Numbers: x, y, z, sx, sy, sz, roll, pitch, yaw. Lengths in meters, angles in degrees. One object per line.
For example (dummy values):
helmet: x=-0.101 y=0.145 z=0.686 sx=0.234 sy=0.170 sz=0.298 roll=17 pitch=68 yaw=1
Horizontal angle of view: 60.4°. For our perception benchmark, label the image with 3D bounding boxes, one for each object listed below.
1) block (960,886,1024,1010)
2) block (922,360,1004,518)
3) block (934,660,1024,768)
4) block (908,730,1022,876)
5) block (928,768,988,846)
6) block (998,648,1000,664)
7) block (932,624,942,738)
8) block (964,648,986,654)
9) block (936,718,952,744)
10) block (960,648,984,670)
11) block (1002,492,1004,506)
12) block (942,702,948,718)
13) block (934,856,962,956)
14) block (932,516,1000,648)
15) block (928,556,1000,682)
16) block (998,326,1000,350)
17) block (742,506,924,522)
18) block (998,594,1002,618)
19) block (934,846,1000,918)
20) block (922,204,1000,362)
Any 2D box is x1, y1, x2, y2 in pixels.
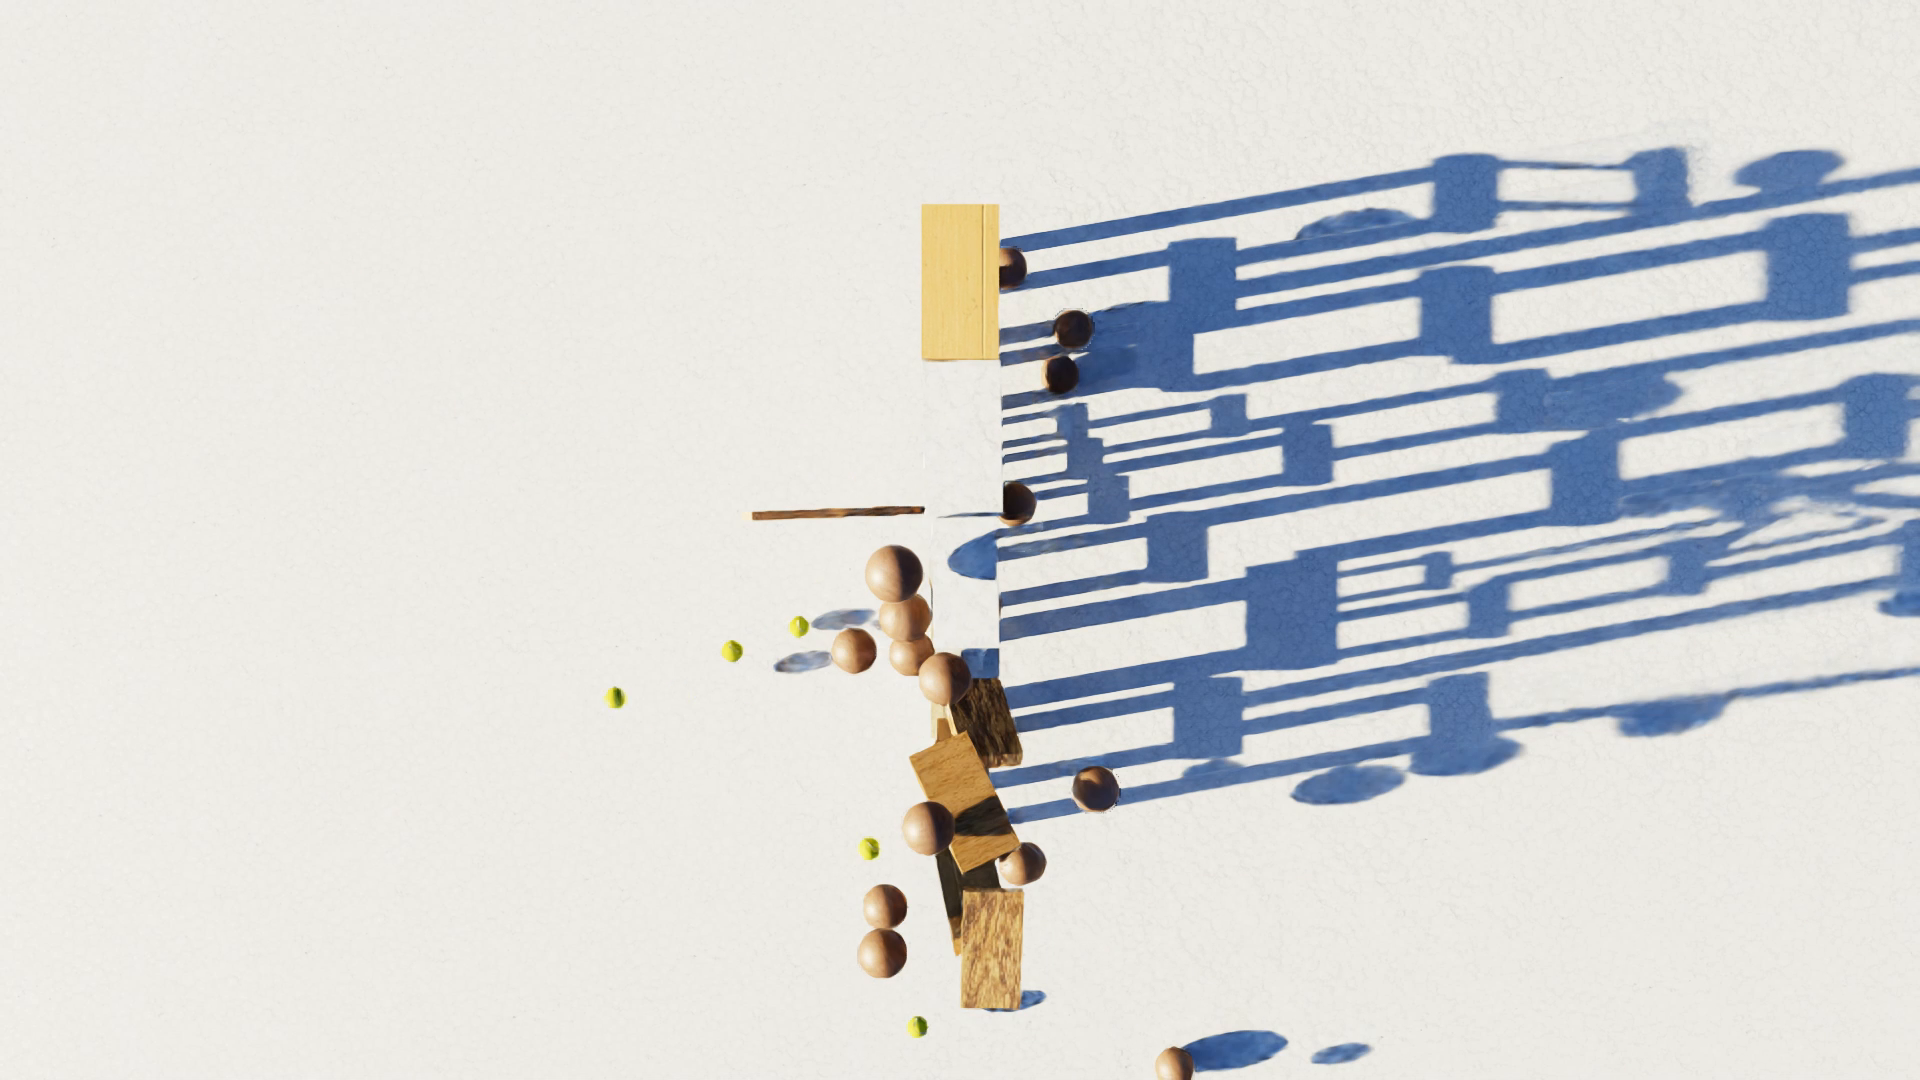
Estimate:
block: x=0.078 y=1.011 z=4.086 sx=0.148 sy=0.042 sz=0.296 roll=2 pitch=96 yaw=-5
block: x=0.006 y=-0.231 z=3.802 sx=0.179 sy=0.051 sz=0.358 roll=-1 pitch=90 yaw=-1
block: x=0.046 y=0.453 z=4.392 sx=0.158 sy=0.378 sz=0.045 roll=-3 pitch=130 yaw=-13
block: x=0.011 y=0.652 z=4.096 sx=0.158 sy=0.045 sz=0.317 roll=-23 pitch=73 yaw=-11
block: x=-0.004 y=0.671 z=4.244 sx=0.158 sy=0.317 sz=0.045 roll=3 pitch=117 yaw=-3
block: x=0.016 y=0.295 z=4.372 sx=0.156 sy=0.468 sz=0.044 roll=-3 pitch=90 yaw=-1
block: x=0.000 y=0.439 z=5.126 sx=0.175 sy=0.049 sz=0.349 roll=0 pitch=90 yaw=0
block: x=0.039 y=0.225 z=4.011 sx=0.056 sy=0.016 sz=0.112 roll=2 pitch=122 yaw=0
block: x=-0.008 y=0.596 z=4.411 sx=0.118 sy=0.034 sz=0.237 roll=2 pitch=91 yaw=-3
block: x=0.033 y=0.267 z=4.056 sx=0.056 sy=0.016 sz=0.112 roll=4 pitch=121 yaw=-1
block: x=0.009 y=-0.104 z=4.008 sx=0.179 sy=0.358 sz=0.051 roll=-4 pitch=92 yaw=-1
block: x=0.000 y=0.495 z=4.680 sx=0.096 sy=0.027 sz=0.193 roll=0 pitch=92 yaw=0
block: x=0.028 y=0.964 z=4.509 sx=0.148 sy=0.816 sz=0.042 roll=-5 pitch=96 yaw=-4
block: x=0.012 y=0.097 z=3.774 sx=0.149 sy=0.042 sz=0.297 roll=-1 pitch=90 yaw=-1
block: x=0.010 y=0.190 z=4.114 sx=0.156 sy=0.044 sz=0.312 roll=-4 pitch=90 yaw=-1
block: x=0.003 y=-0.472 z=3.996 sx=0.177 sy=0.355 sz=0.050 roll=0 pitch=90 yaw=0
block: x=-0.327 y=-0.078 z=4.715 sx=0.579 sy=0.090 sz=0.025 roll=-3 pitch=91 yaw=-23
block: x=0.020 y=0.147 z=3.944 sx=0.149 sy=0.297 sz=0.042 roll=6 pitch=91 yaw=0
block: x=0.013 y=0.830 z=4.287 sx=0.148 sy=0.042 sz=0.296 roll=-10 pitch=47 yaw=-4
block: x=0.000 y=-0.591 z=3.793 sx=0.177 sy=0.050 sz=0.355 roll=0 pitch=90 yaw=0
